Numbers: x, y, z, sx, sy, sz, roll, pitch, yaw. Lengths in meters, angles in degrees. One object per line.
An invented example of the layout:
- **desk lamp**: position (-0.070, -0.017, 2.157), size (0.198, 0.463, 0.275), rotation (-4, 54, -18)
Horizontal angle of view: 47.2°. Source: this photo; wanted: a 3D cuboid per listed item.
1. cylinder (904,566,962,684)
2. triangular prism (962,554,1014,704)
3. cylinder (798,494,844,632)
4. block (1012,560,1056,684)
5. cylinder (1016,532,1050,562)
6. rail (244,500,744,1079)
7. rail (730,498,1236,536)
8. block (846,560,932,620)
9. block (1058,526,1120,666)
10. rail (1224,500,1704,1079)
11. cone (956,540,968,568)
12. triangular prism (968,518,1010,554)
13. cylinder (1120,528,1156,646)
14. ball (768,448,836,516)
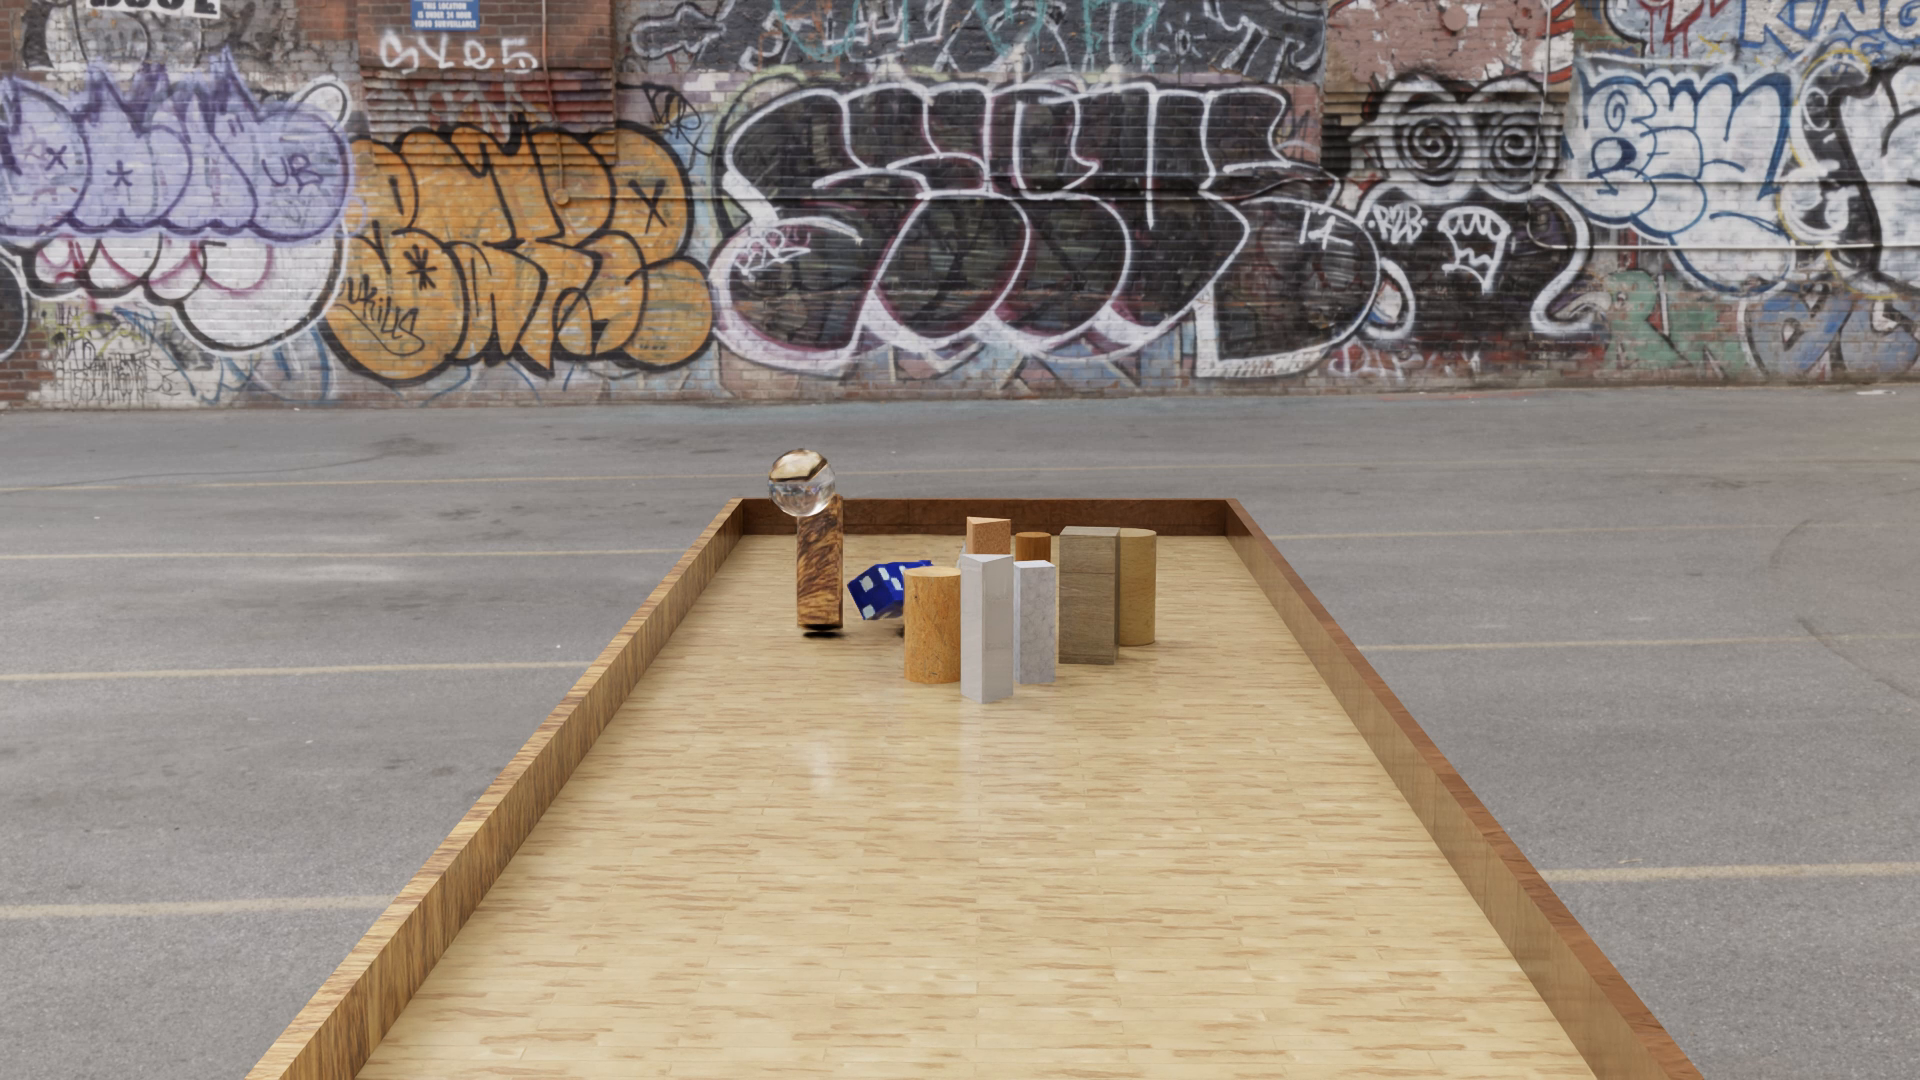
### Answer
- **cylinder**: position (-0.074, 0.247, 6.443), size (0.180, 0.315, 0.180), rotation (0, 9, 0)
- **triangular prism**: position (0.056, 0.244, 6.186), size (0.126, 0.402, 0.146), rotation (6, 11, 35)
- **cylinder**: position (-0.451, 0.071, 7.114), size (0.148, 0.429, 0.148), rotation (-1, -12, 0)
- **block**: position (0.211, 0.239, 6.408), size (0.106, 0.343, 0.106), rotation (-2, 9, -15)
- **cylinder**: position (0.231, 0.152, 6.956), size (0.112, 0.342, 0.112), rotation (0, 9, 0)
- **rail**: position (-1.004, 0.839, 3.234), size (0.050, 0.150, 12.000), rotation (0, 9, 1)
- **rail**: position (0.099, -0.098, 9.147), size (2.100, 0.150, 0.050), rotation (0, 9, 1)
- **block**: position (-0.205, 0.164, 7.205), size (0.134, 0.134, 0.329), rotation (-34, -15, 27)
- **block**: position (0.395, 0.168, 6.691), size (0.168, 0.395, 0.168), rotation (2, 9, 9)
- **rail**: position (1.046, 0.843, 3.208), size (0.050, 0.150, 12.000), rotation (0, 9, 1)
- **cone**: position (0.003, 0.150, 6.993), size (0.145, 0.316, 0.145), rotation (5, 1, 0)
- **triangular prism**: position (0.061, 0.148, 6.715), size (0.141, 0.426, 0.122), rotation (-7, 11, -37)
- **cylinder**: position (0.530, 0.148, 6.960), size (0.178, 0.348, 0.178), rotation (0, 9, 0)
- **ball**: position (-0.500, -0.181, 6.945), size (0.215, 0.215, 0.215), rotation (0, 9, 0)
